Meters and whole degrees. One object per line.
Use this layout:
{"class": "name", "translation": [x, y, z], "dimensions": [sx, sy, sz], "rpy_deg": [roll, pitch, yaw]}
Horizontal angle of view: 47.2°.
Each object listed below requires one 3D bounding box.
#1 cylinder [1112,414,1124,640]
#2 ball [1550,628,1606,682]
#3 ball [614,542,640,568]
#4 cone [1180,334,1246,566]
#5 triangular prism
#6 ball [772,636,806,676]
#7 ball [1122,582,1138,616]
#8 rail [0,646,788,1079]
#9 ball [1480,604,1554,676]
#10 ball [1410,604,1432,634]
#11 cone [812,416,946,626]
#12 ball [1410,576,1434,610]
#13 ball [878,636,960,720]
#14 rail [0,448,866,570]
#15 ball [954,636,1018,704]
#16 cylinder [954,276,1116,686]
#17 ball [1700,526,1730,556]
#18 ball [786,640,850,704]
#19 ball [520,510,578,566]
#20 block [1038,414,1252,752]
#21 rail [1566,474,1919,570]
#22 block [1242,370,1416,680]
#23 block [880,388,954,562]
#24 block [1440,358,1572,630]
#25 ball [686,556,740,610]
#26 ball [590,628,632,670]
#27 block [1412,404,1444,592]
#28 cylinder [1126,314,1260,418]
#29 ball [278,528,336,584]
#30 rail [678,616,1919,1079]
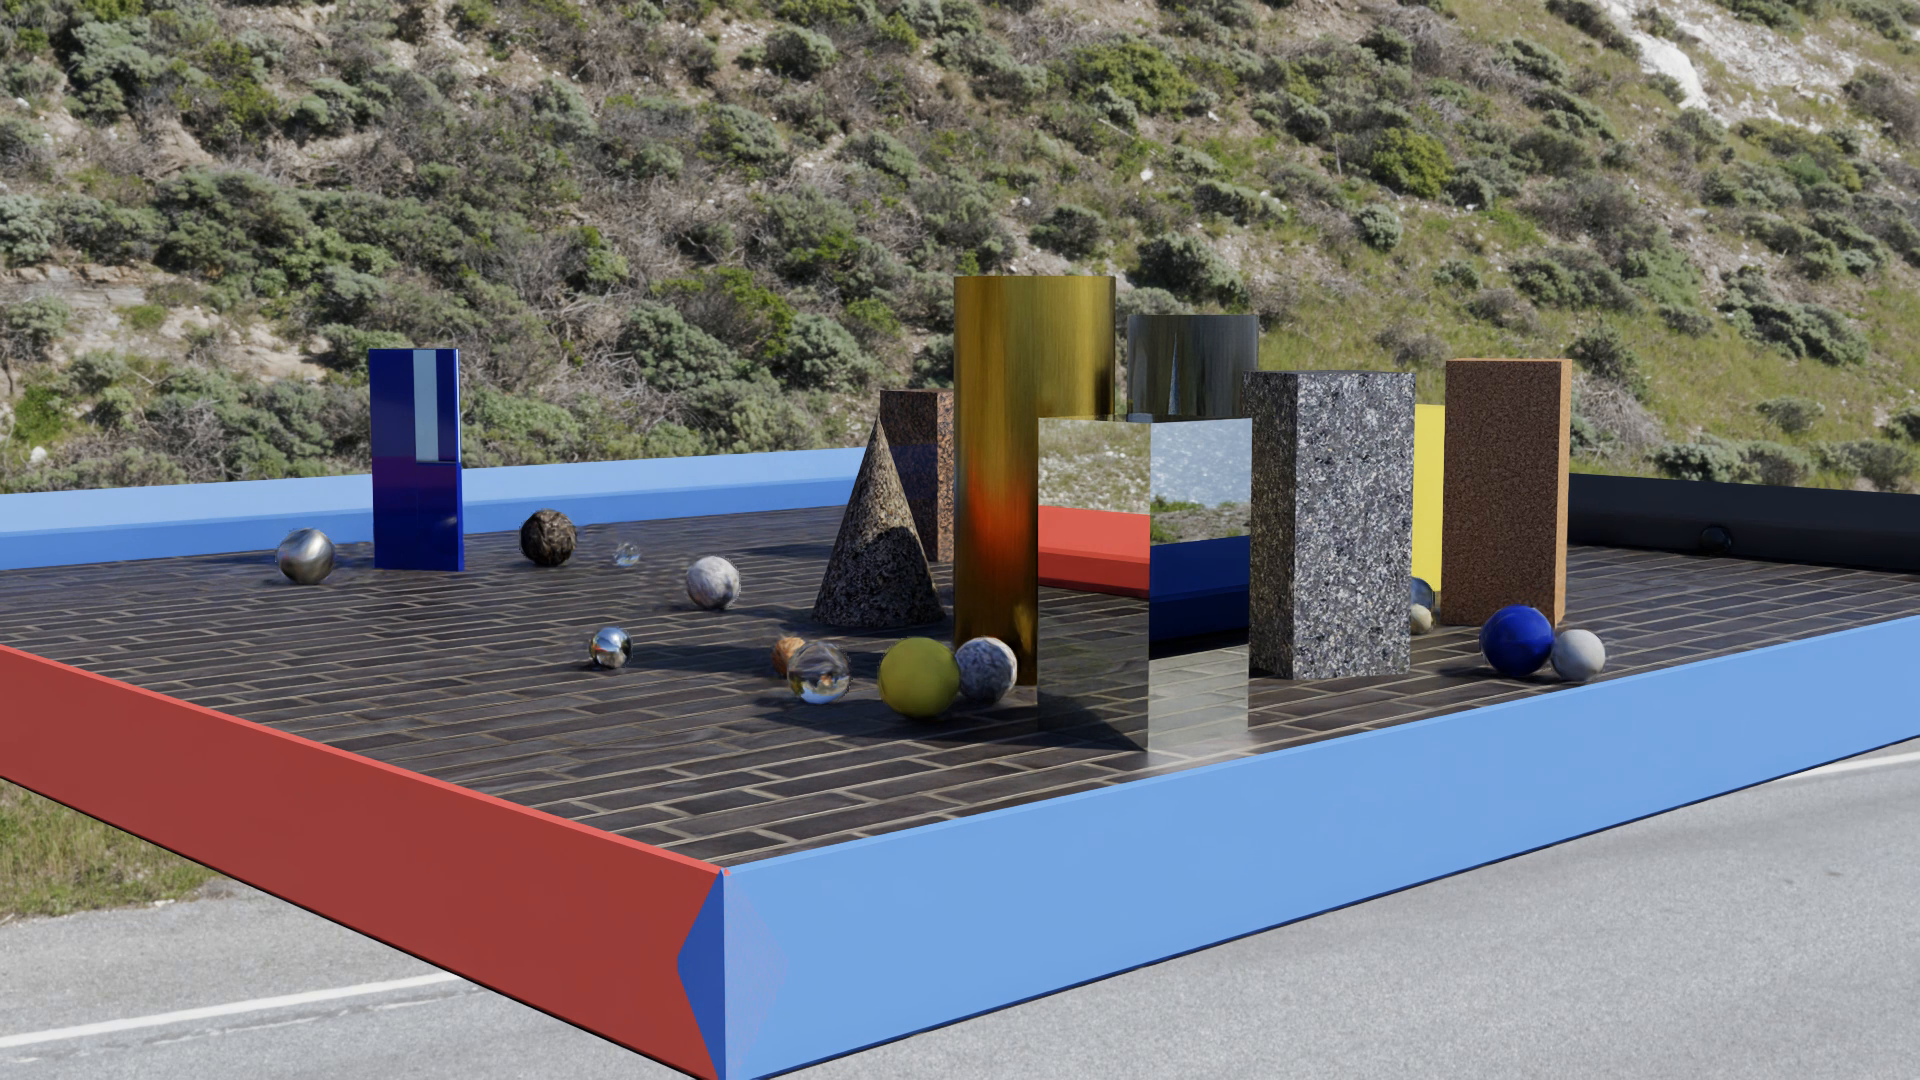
{"class": "cylinder", "translation": [0.125, -0.021, 3.022], "dimensions": [0.197, 0.302, 0.197], "rpy_deg": [0, 6, 0]}
{"class": "ball", "translation": [0.741, 0.139, 2.640], "dimensions": [0.064, 0.064, 0.064], "rpy_deg": [0, 6, 0]}
{"class": "ball", "translation": [-0.579, 0.025, 3.825], "dimensions": [0.044, 0.044, 0.044], "rpy_deg": [0, 6, 0]}
{"class": "cone", "translation": [0.493, -0.168, 3.919], "dimensions": [0.197, 0.409, 0.197], "rpy_deg": [0, 6, 0]}
{"class": "triangular prism", "translation": [-0.913, -0.145, 3.839], "dimensions": [0.171, 0.379, 0.148], "rpy_deg": [2, 6, 17]}
{"class": "ball", "translation": [-0.206, 0.142, 2.680], "dimensions": [0.049, 0.049, 0.049], "rpy_deg": [0, 6, 0]}
{"class": "ball", "translation": [0.235, 0.086, 3.215], "dimensions": [0.049, 0.049, 0.049], "rpy_deg": [0, 6, 0]}
{"class": "rail", "translation": [-1.098, 0.139, 2.324], "dimensions": [0.045, 0.128, 2.897], "rpy_deg": [-5, 8, -42]}
{"class": "ball", "translation": [0.681, 0.122, 2.684], "dimensions": [0.088, 0.088, 0.088], "rpy_deg": [0, 6, 0]}
{"class": "ball", "translation": [0.628, 0.110, 3.026], "dimensions": [0.042, 0.042, 0.042], "rpy_deg": [0, 6, 0]}
{"class": "cone", "translation": [-0.119, -0.035, 3.186], "dimensions": [0.197, 0.296, 0.197], "rpy_deg": [0, 6, 0]}
{"class": "ball", "translation": [0.648, 0.084, 3.163], "dimensions": [0.064, 0.064, 0.064], "rpy_deg": [0, 6, 0]}
{"class": "ball", "translation": [-0.044, 0.151, 2.403], "dimensions": [0.090, 0.090, 0.090], "rpy_deg": [0, 6, 0]}
{"class": "rail", "translation": [-0.966, -0.075, 4.373], "dimensions": [3.036, 0.128, 0.045], "rpy_deg": [-5, 8, -42]}
{"class": "ball", "translation": [0.028, 0.147, 2.501], "dimensions": [0.076, 0.076, 0.076], "rpy_deg": [0, 6, 0]}
{"class": "cylinder", "translation": [0.090, -0.078, 2.691], "dimensions": [0.197, 0.485, 0.197], "rpy_deg": [0, 6, 0]}
{"class": "ball", "translation": [1.373, 0.001, 4.001], "dimensions": [0.054, 0.054, 0.054], "rpy_deg": [0, 6, 0]}
{"class": "ball", "translation": [-0.160, 0.150, 2.489], "dimensions": [0.072, 0.072, 0.072], "rpy_deg": [0, 6, 0]}
{"class": "ball", "translation": [-0.718, -0.004, 3.838], "dimensions": [0.098, 0.098, 0.098], "rpy_deg": [0, 6, 0]}
{"class": "block", "translation": [0.194, 0.038, 2.318], "dimensions": [0.158, 0.332, 0.158], "rpy_deg": [-6, 8, -43]}
{"class": "rail", "translation": [1.098, -0.072, 4.340], "dimensions": [0.045, 0.128, 2.897], "rpy_deg": [-5, 8, -42]}
{"class": "block", "translation": [0.454, -0.025, 2.738], "dimensions": [0.158, 0.368, 0.158], "rpy_deg": [-2, 6, -17]}
{"class": "block", "translation": [-0.034, -0.122, 3.995], "dimensions": [0.158, 0.300, 0.158], "rpy_deg": [-5, 8, -42]}
{"class": "block", "translation": [0.785, -0.071, 3.159], "dimensions": [0.158, 0.374, 0.158], "rpy_deg": [2, 6, 20]}
{"class": "ball", "translation": [-0.370, 0.064, 3.285], "dimensions": [0.079, 0.079, 0.079], "rpy_deg": [0, 6, 0]}
{"class": "ball", "translation": [-0.435, 0.135, 2.738], "dimensions": [0.052, 0.052, 0.052], "rpy_deg": [0, 6, 0]}
{"class": "block", "translation": [0.719, -0.070, 3.554], "dimensions": [0.158, 0.290, 0.158], "rpy_deg": [-4, 7, -31]}
{"class": "cylinder", "translation": [0.348, -0.119, 3.305], "dimensions": [0.197, 0.438, 0.197], "rpy_deg": [0, 6, 0]}
{"class": "ball", "translation": [-1.065, 0.026, 3.584], "dimensions": [0.092, 0.092, 0.092], "rpy_deg": [0, 6, 0]}
{"class": "rail", "translation": [0.966, 0.142, 2.291], "dimensions": [3.036, 0.128, 0.045], "rpy_deg": [-5, 8, -42]}
